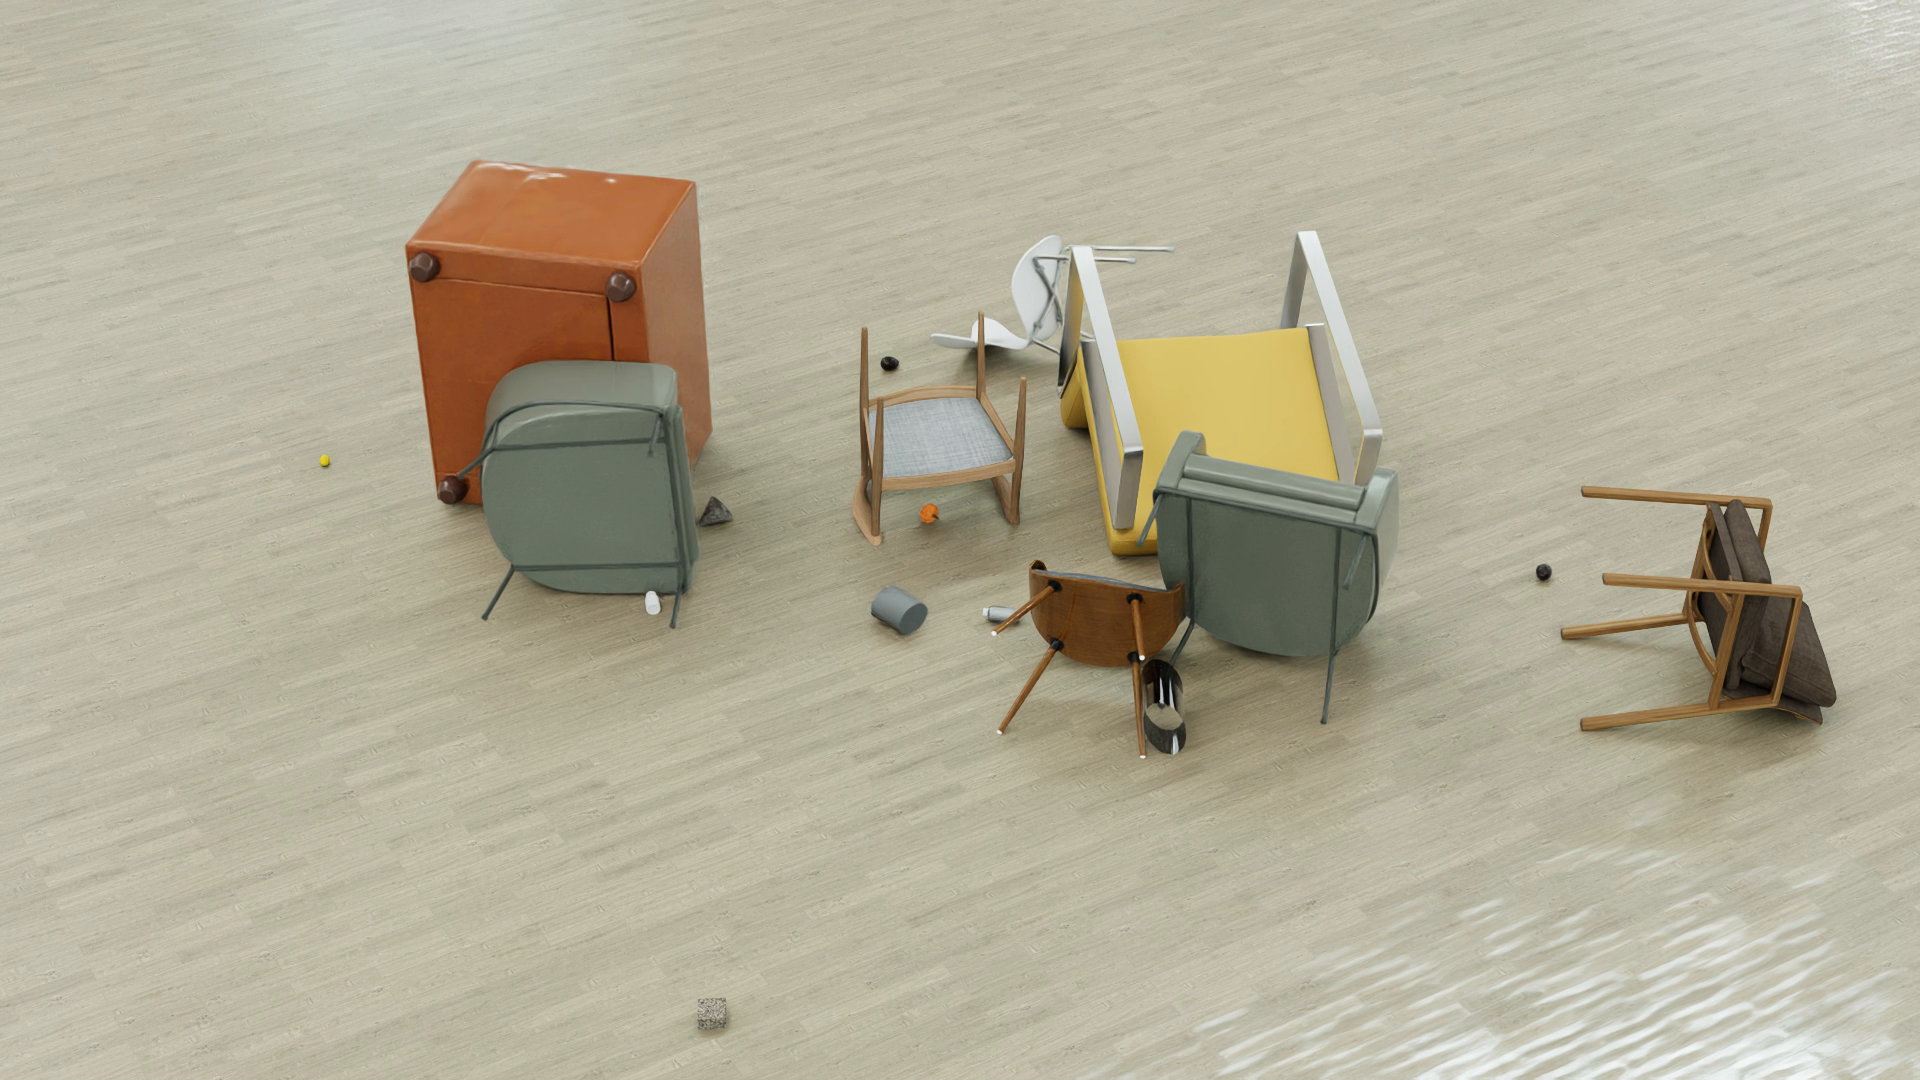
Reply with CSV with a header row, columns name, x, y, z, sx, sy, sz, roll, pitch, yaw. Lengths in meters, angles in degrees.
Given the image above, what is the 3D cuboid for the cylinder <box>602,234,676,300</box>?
name,x,y,z,sx,sy,sz,roll,pitch,yaw
cylinder,-1.379,-1.172,12.579,0.318,0.157,0.298,26,41,33

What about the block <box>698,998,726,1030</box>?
name,x,y,z,sx,sy,sz,roll,pitch,yaw
block,-0.741,1.415,8.759,0.083,0.041,0.091,-2,33,-3

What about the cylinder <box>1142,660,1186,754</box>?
name,x,y,z,sx,sy,sz,roll,pitch,yaw
cylinder,0.687,0.562,9.896,0.135,0.223,0.248,-16,32,12

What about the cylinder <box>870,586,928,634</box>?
name,x,y,z,sx,sy,sz,roll,pitch,yaw
cylinder,-0.218,0.250,10.460,0.137,0.114,0.152,-38,48,-24
